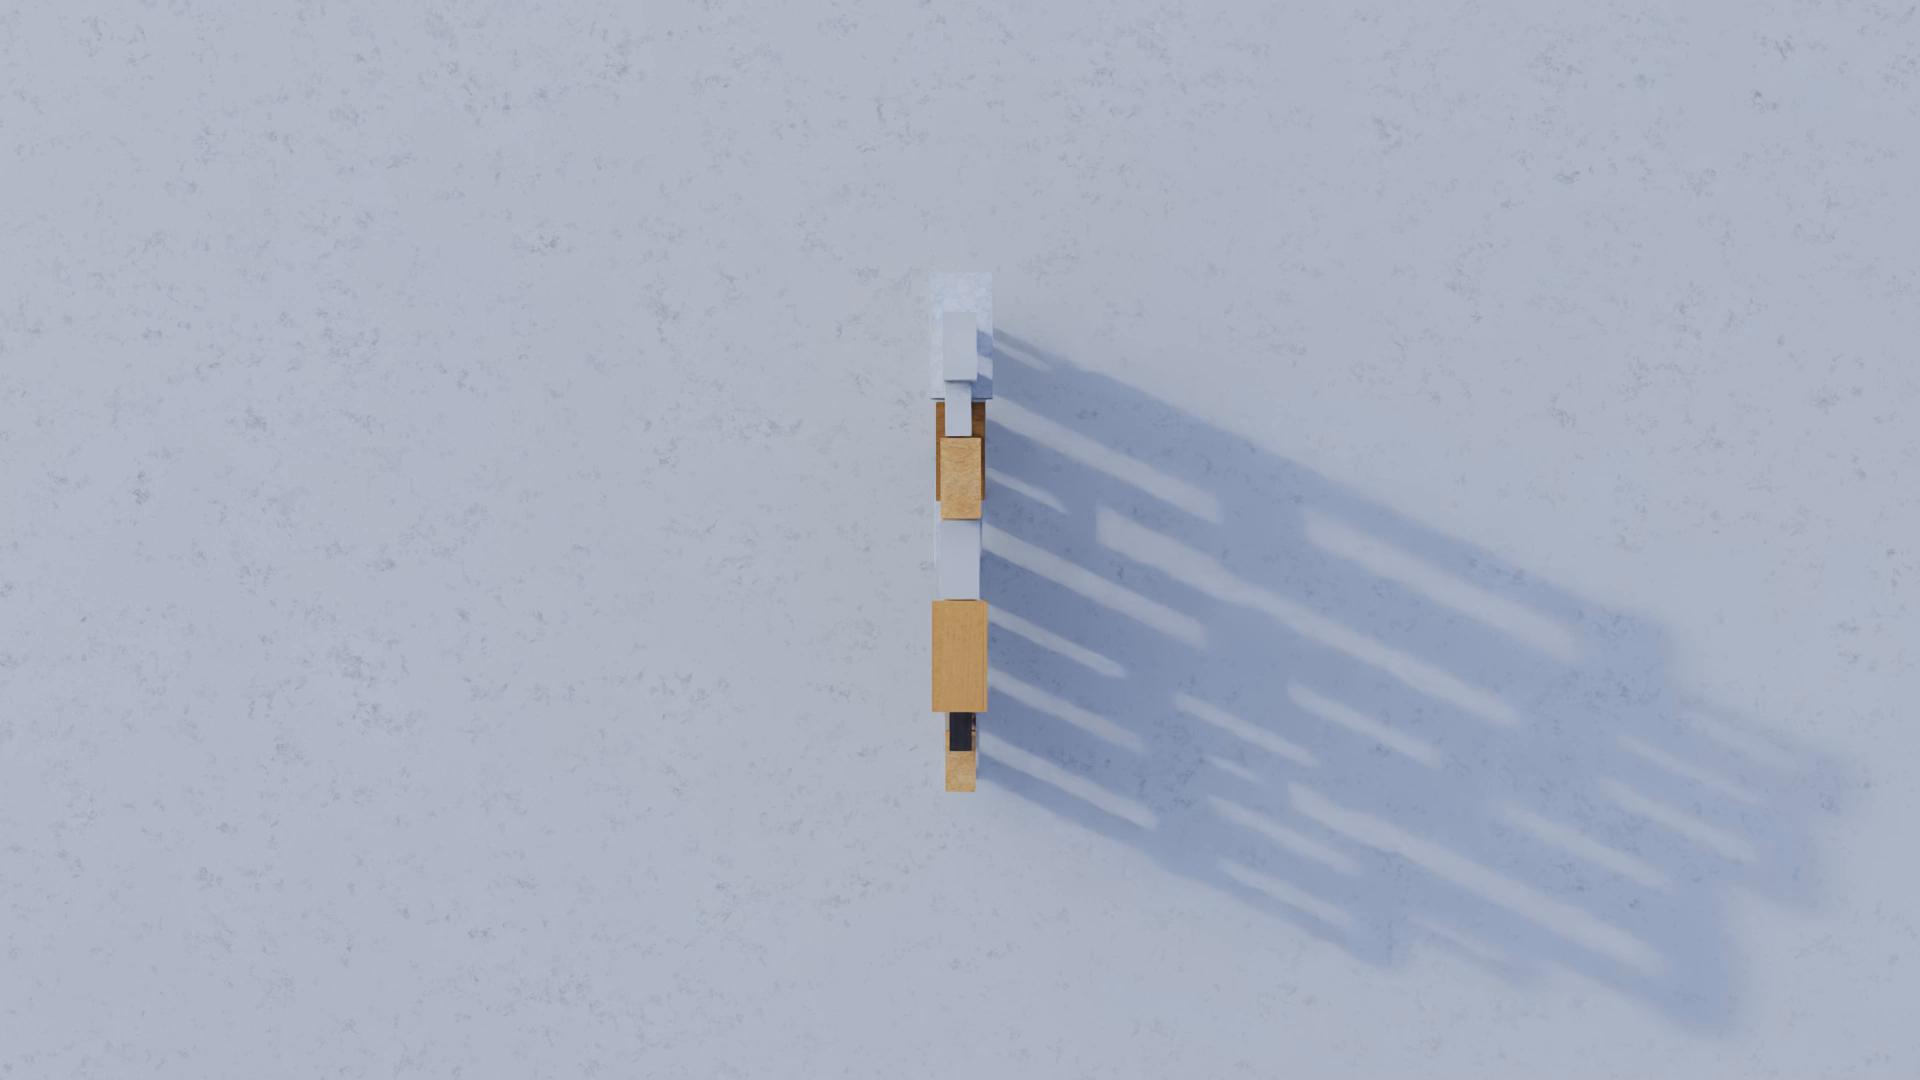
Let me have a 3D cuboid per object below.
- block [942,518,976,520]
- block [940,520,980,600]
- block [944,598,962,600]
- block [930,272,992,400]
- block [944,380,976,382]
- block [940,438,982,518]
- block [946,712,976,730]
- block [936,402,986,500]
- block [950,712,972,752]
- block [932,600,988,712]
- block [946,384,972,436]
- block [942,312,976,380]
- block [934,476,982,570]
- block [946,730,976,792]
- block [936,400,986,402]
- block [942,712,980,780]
[{"bbox_3d":[-0.003,-0.008,4.939,0.103,0.029,0.206,0,90,0],"label":"block"},{"bbox_3d":[0.000,0.056,4.687,0.111,0.031,0.222,0,90,0],"label":"block"},{"bbox_3d":[0.000,0.194,5.078,0.094,0.027,0.188,0,90,0],"label":"block"},{"bbox_3d":[0.005,-0.587,4.763,0.180,0.051,0.359,0,90,0],"label":"block"},{"bbox_3d":[0.000,-0.470,4.644,0.093,0.186,0.026,0,89,0],"label":"block"},{"bbox_3d":[0.002,-0.171,4.581,0.112,0.032,0.223,0,90,0],"label":"block"},{"bbox_3d":[0.002,0.485,5.033,0.093,0.026,0.186,0,90,0],"label":"block"},{"bbox_3d":[0.002,-0.259,4.840,0.144,0.041,0.287,0,90,0],"label":"block"},{"bbox_3d":[0.002,0.558,4.878,0.066,0.019,0.132,0,90,0],"label":"block"},{"bbox_3d":[-0.001,0.329,4.684,0.157,0.044,0.314,0,90,0],"label":"block"},{"bbox_3d":[-0.005,-0.360,4.582,0.072,0.021,0.145,0,90,0],"label":"block"},{"bbox_3d":[-0.001,-0.533,4.538,0.093,0.026,0.186,0,90,0],"label":"block"},{"bbox_3d":[-0.004,-0.054,5.181,0.149,0.042,0.298,0,90,0],"label":"block"},{"bbox_3d":[0.001,0.675,5.036,0.092,0.026,0.184,0,90,0],"label":"block"},{"bbox_3d":[0.003,-0.492,5.169,0.154,0.044,0.309,0,90,0],"label":"block"},{"bbox_3d":[0.003,0.641,5.249,0.117,0.033,0.234,0,90,0],"label":"block"}]
